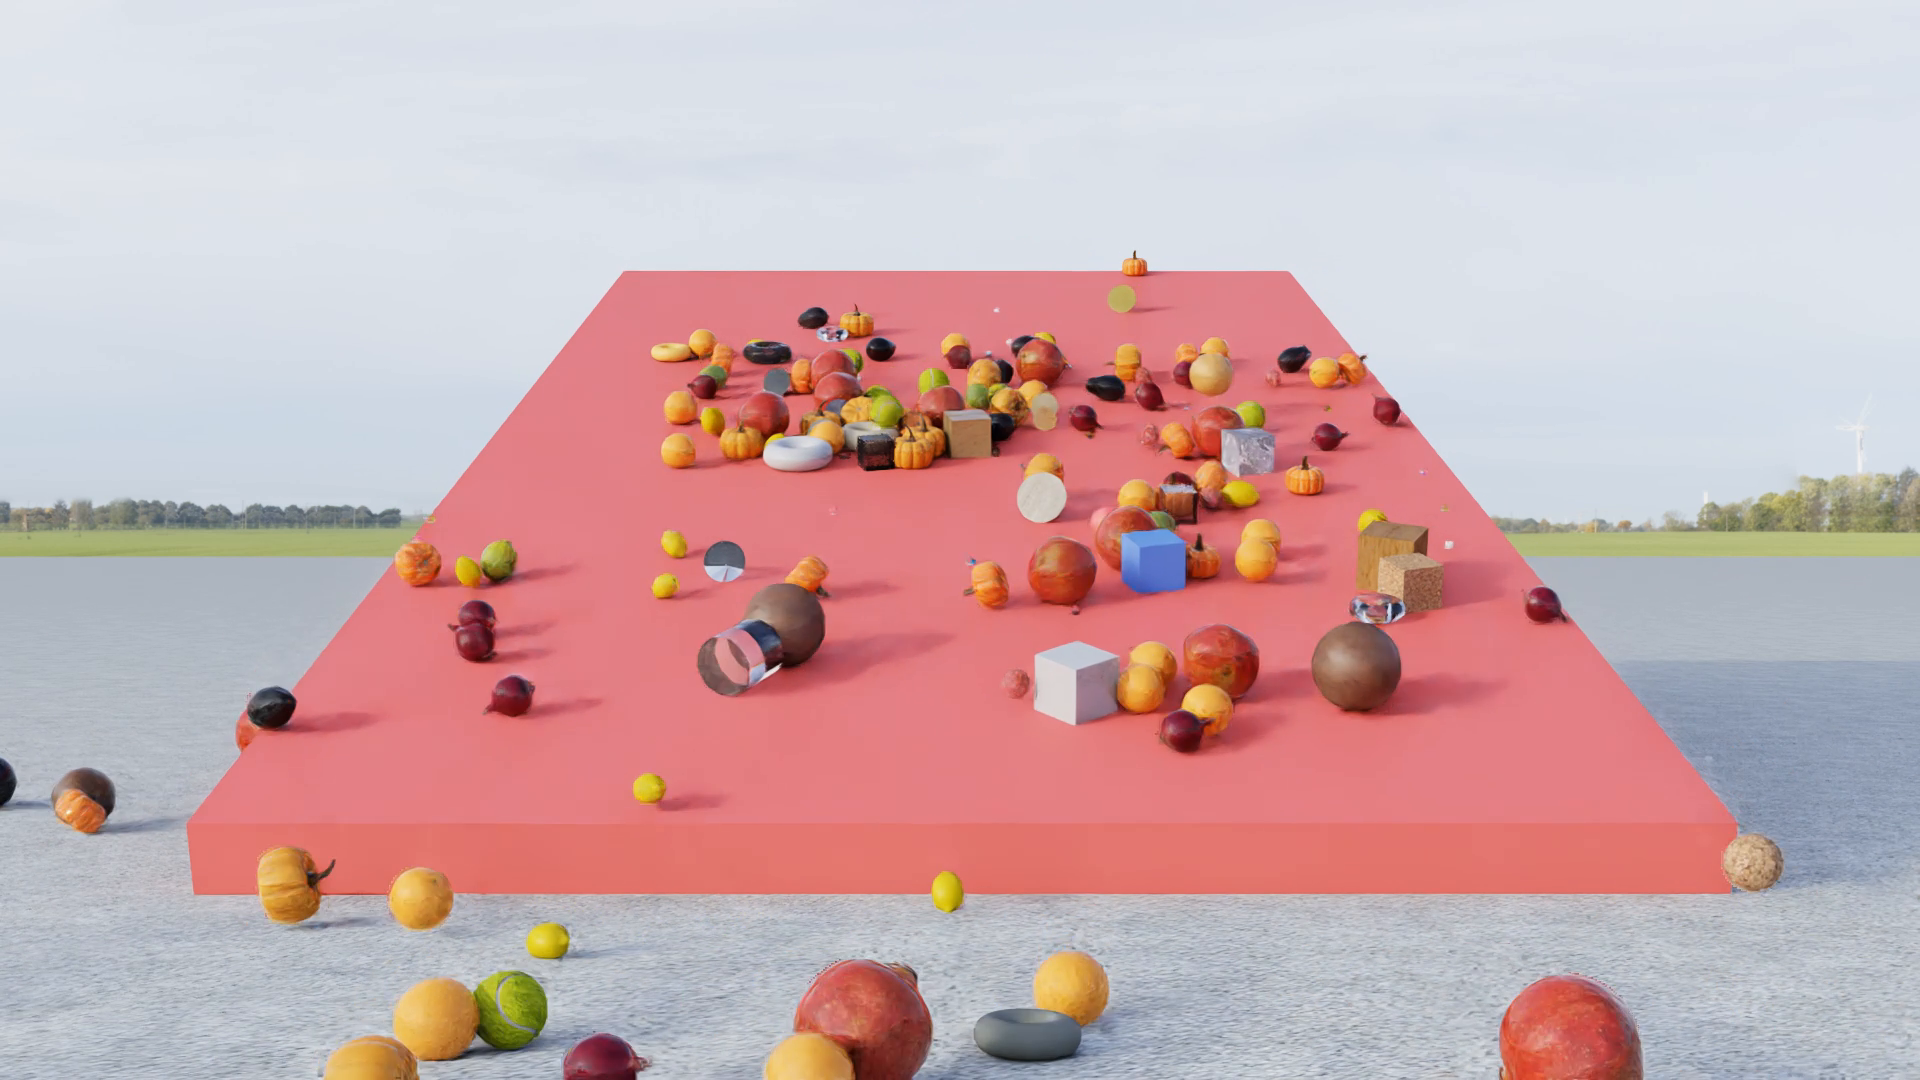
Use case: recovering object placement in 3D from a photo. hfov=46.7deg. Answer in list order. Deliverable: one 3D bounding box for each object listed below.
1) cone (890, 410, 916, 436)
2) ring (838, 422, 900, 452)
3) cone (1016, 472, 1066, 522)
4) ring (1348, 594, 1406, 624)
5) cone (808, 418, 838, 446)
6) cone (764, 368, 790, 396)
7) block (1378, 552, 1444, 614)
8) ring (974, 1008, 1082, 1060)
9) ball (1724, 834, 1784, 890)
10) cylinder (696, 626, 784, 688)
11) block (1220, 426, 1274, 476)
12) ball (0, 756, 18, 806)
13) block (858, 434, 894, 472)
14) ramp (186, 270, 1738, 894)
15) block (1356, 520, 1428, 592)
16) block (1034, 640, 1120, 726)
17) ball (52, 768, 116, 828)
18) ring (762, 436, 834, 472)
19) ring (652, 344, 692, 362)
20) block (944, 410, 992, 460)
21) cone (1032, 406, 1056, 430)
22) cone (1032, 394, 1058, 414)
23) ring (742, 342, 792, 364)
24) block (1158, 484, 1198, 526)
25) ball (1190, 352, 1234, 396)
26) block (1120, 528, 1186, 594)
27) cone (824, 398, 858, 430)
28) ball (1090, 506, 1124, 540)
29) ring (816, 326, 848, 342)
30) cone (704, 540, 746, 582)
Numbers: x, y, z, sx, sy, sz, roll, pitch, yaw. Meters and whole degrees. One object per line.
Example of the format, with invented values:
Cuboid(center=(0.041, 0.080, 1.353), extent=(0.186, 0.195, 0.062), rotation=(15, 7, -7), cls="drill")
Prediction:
Cuboid(center=(-0.121, -0.248, 4.815), extent=(0.058, 0.058, 0.058), rotation=(0, -10, 5), cls="cone")
Cuboid(center=(-0.192, -0.217, 4.683), extent=(0.136, 0.045, 0.136), rotation=(1, 16, 0), cls="ring")
Cuboid(center=(0.167, -0.071, 4.211), extent=(0.096, 0.096, 0.096), rotation=(0, -10, 18), cls="cone")
Cuboid(center=(0.682, 0.112, 3.638), extent=(0.093, 0.031, 0.093), rotation=(-1, 18, 0), cls="ring")
Cuboid(center=(-0.277, -0.215, 4.697), extent=(0.069, 0.069, 0.069), rotation=(0, -10, 19), cls="cone")
Cuboid(center=(-0.412, -0.357, 5.161), extent=(0.067, 0.067, 0.067), rotation=(0, -11, 20), cls="cone")
Cuboid(center=(0.748, 0.072, 3.691), extent=(0.076, 0.076, 0.076), rotation=(-7, 18, -21), cls="block")
Cuboid(center=(0.060, 0.441, 1.983), extent=(0.097, 0.032, 0.097), rotation=(1, -1, 0), cls="ring")
Cuboid(center=(0.967, 0.393, 2.709), extent=(0.069, 0.069, 0.069), rotation=(0, 0, 0), cls="ball")
Cuboid(center=(-0.328, 0.175, 3.324), extent=(0.093, 0.093, 0.093), rotation=(0, -3, 33), cls="cylinder")
Cuboid(center=(0.583, -0.179, 4.504), extent=(0.078, 0.078, 0.078), rotation=(-6, 18, -20), cls="block")
Cuboid(center=(-1.677, 0.417, 3.831), extent=(0.096, 0.096, 0.096), rotation=(0, 0, 0), cls="ball")
Cuboid(center=(-0.171, -0.178, 4.529), extent=(0.060, 0.060, 0.060), rotation=(-6, 18, -18), cls="block")
Cuboid(center=(-0.003, -0.175, 4.790), extent=(2.000, 0.100, 4.000), rotation=(0, 17, 0), cls="ramp")
Cuboid(center=(0.738, 0.030, 3.793), extent=(0.096, 0.096, 0.096), rotation=(8, 19, 24), cls="block")
Cuboid(center=(0.169, 0.208, 3.229), extent=(0.086, 0.086, 0.086), rotation=(-15, 23, -39), cls="block")
Cuboid(center=(-1.413, 0.415, 3.585), extent=(0.097, 0.097, 0.097), rotation=(0, 0, 0), cls="ball")
Cuboid(center=(-0.331, -0.176, 4.543), extent=(0.145, 0.048, 0.145), rotation=(-1, 18, 0), cls="ring")
Cuboid(center=(-0.714, -0.465, 5.505), extent=(0.101, 0.034, 0.101), rotation=(1, 16, 0), cls="ring")
Cuboid(center=(0.015, -0.219, 4.623), extent=(0.084, 0.084, 0.084), rotation=(-3, 17, -11), cls="block")
Cuboid(center=(0.175, -0.258, 4.850), extent=(0.056, 0.056, 0.056), rotation=(0, -11, -19), cls="cone")
Cuboid(center=(0.186, -0.291, 4.954), extent=(0.060, 0.060, 0.060), rotation=(0, -10, -5), cls="cone")
Cuboid(center=(-0.476, -0.463, 5.490), extent=(0.122, 0.041, 0.122), rotation=(1, 16, 0), cls="ring")
Cuboid(center=(0.408, -0.065, 4.163), extent=(0.061, 0.061, 0.061), rotation=(-2, 17, -6), cls="block")
Cuboid(center=(0.553, -0.364, 4.890), extent=(0.098, 0.098, 0.098), rotation=(0, 0, 0), cls="ball")
Cuboid(center=(0.329, 0.036, 3.793), extent=(0.084, 0.084, 0.084), rotation=(-5, 18, -17), cls="block")
Cuboid(center=(-0.274, -0.260, 4.838), extent=(0.077, 0.077, 0.077), rotation=(0, -11, -25), cls="cone")
Cuboid(center=(0.267, -0.031, 4.050), extent=(0.060, 0.060, 0.060), rotation=(0, 0, 0), cls="ball")
Cuboid(center=(-0.331, -0.531, 5.733), extent=(0.083, 0.028, 0.083), rotation=(0, 19, 0), cls="ring")
Cuboid(center=(-0.403, 0.043, 3.857), extent=(0.072, 0.072, 0.072), rotation=(0, -9, 2), cls="cone")
